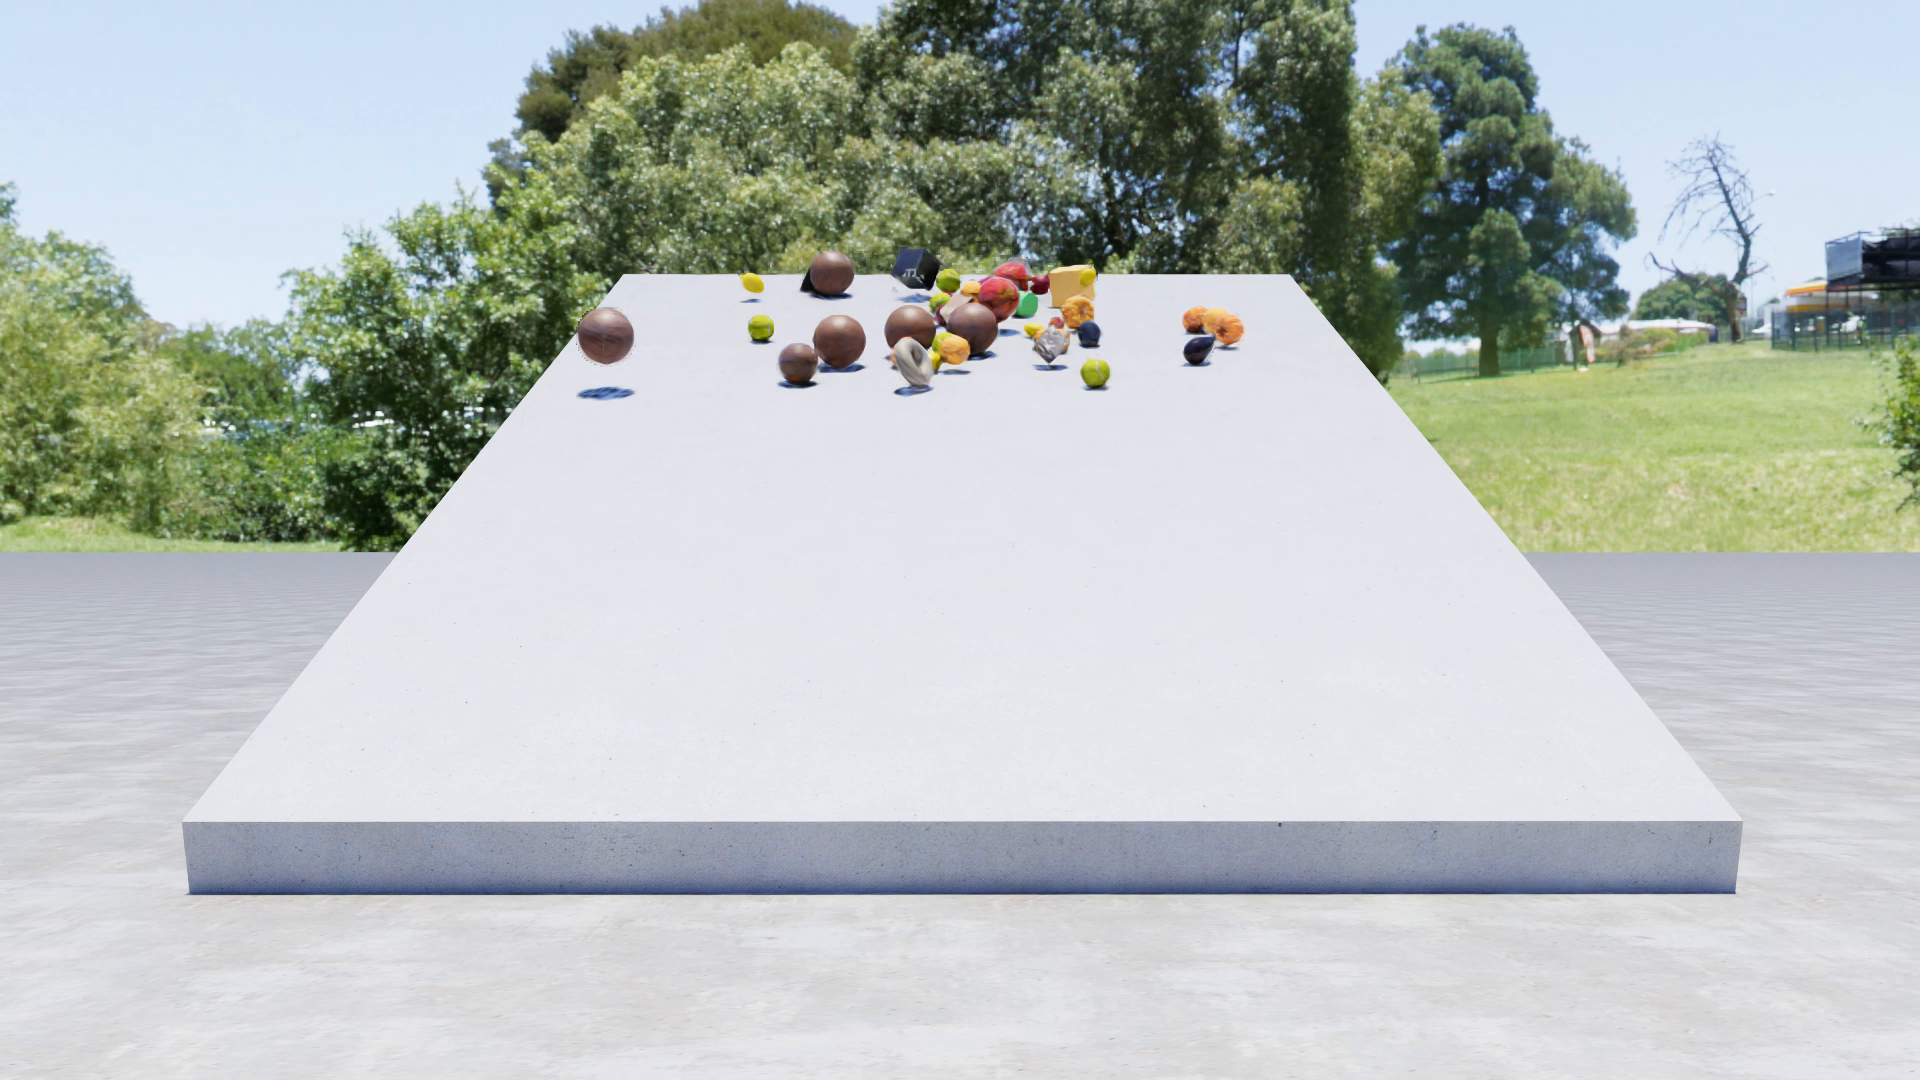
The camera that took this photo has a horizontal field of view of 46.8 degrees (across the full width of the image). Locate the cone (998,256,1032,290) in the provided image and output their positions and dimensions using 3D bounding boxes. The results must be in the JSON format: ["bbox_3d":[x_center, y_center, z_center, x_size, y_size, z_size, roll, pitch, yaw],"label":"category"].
[{"bbox_3d":[0.138,-0.750,6.326,0.097,0.097,0.097,0,-10,-39],"label":"cone"}]

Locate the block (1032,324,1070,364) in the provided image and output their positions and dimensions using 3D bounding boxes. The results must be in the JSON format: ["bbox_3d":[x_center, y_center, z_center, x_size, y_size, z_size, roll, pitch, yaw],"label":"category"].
[{"bbox_3d":[0.222,-0.478,5.423,0.058,0.058,0.058,40,-22,-6],"label":"block"}]

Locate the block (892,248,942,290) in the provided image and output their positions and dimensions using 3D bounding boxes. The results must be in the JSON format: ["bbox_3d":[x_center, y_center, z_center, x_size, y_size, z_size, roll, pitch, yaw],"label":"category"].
[{"bbox_3d":[-0.123,-0.768,6.286,0.087,0.087,0.087,10,-14,39],"label":"block"}]

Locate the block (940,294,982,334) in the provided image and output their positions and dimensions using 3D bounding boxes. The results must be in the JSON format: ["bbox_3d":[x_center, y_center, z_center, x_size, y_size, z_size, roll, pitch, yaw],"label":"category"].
[{"bbox_3d":[0.003,-0.593,5.817,0.067,0.067,0.067,19,-26,44],"label":"block"}]

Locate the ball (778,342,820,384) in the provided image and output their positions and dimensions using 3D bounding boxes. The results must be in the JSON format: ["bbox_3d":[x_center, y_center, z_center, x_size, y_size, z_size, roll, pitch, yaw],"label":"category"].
[{"bbox_3d":[-0.382,-0.419,5.247,0.097,0.097,0.097,0,0,0],"label":"ball"}]

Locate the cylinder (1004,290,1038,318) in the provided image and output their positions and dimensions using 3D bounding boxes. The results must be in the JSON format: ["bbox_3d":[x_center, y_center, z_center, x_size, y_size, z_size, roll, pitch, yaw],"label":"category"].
[{"bbox_3d":[0.167,-0.644,6.046,0.066,0.066,0.066,0,12,-45],"label":"cylinder"}]

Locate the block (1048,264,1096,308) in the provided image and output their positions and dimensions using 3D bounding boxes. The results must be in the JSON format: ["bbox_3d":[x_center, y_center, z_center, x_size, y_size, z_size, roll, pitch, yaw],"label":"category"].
[{"bbox_3d":[0.312,-0.708,6.182,0.097,0.097,0.097,-3,15,21],"label":"block"}]

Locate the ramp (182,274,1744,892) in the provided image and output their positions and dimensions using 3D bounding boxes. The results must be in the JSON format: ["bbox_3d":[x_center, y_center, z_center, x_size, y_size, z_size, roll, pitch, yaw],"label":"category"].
[{"bbox_3d":[-0.003,-0.171,4.771,2.000,0.100,4.000,0,17,0],"label":"ramp"}]
